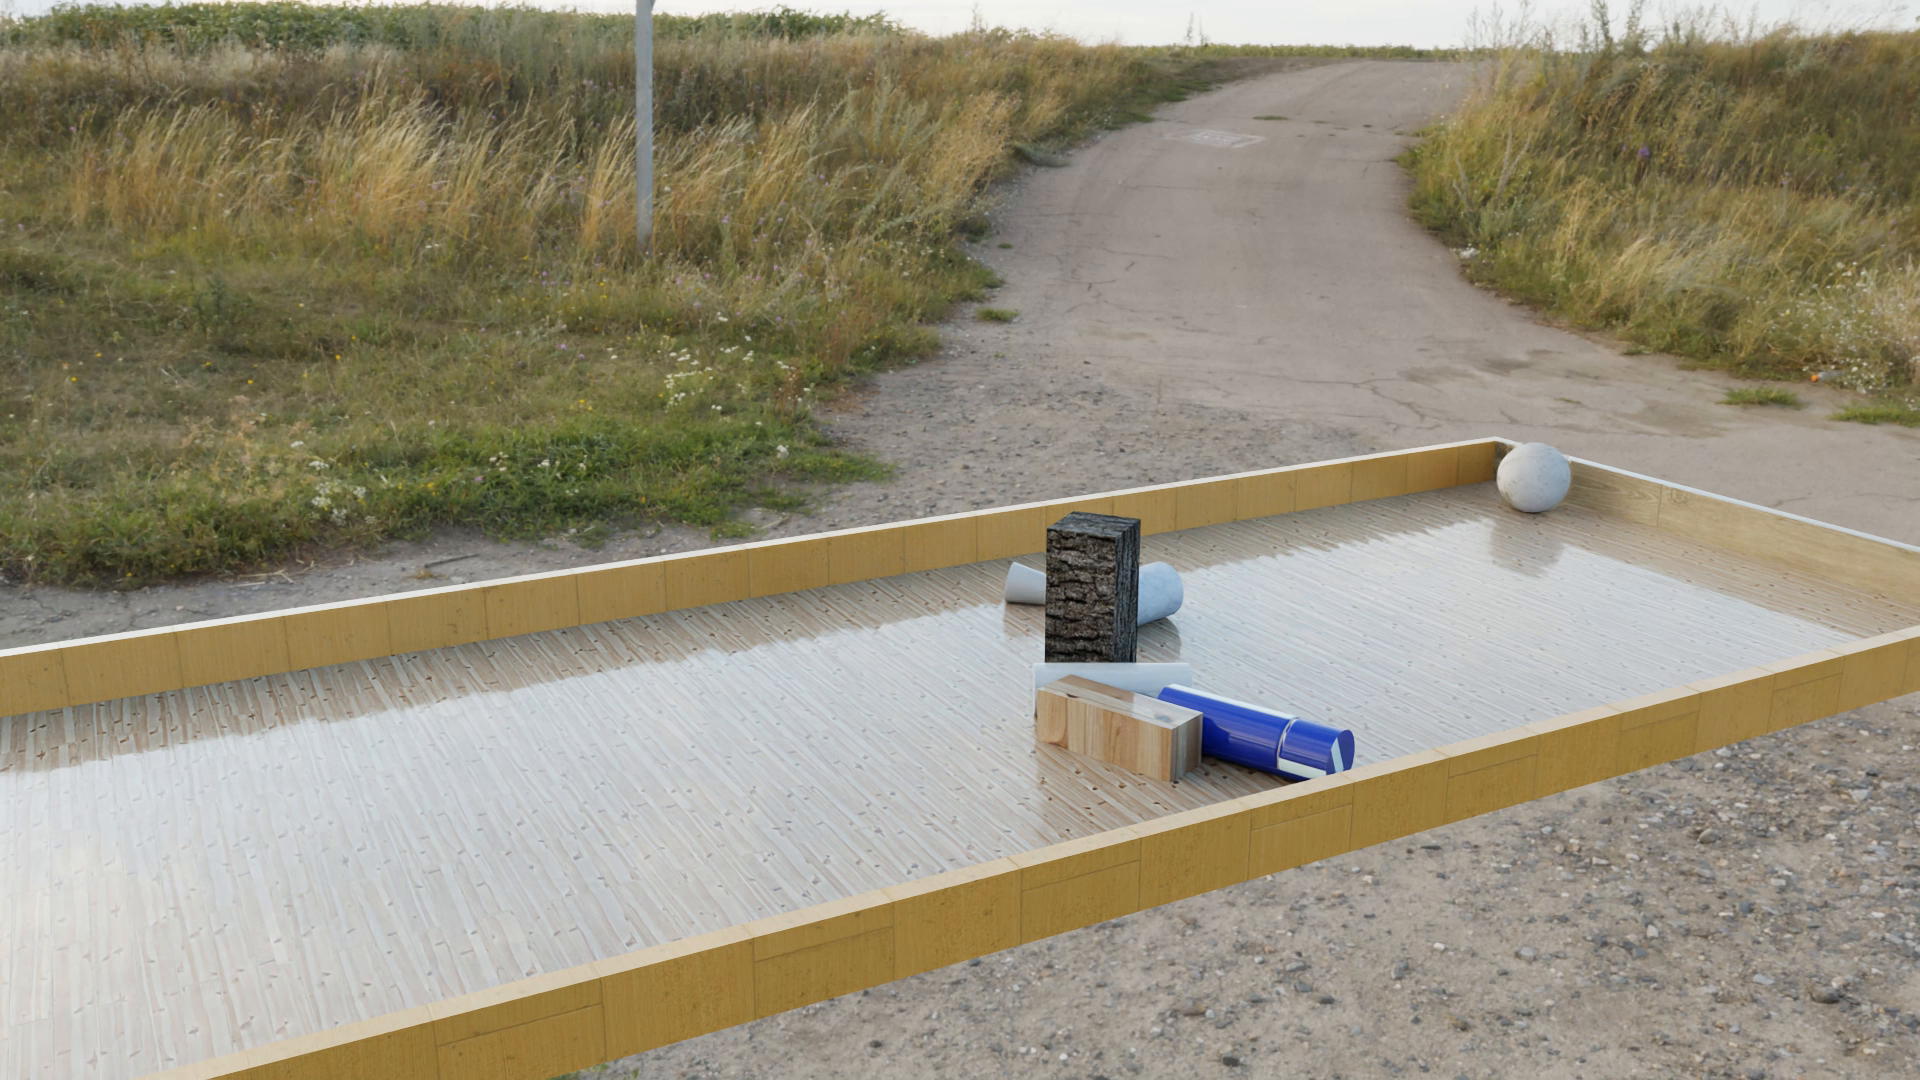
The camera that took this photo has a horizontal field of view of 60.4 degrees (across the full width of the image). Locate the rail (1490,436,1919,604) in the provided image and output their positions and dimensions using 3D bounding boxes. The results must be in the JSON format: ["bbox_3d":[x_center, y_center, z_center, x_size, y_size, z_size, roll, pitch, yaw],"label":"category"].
[{"bbox_3d":[2.466,-0.048,5.253,0.050,0.150,2.100,-9,18,-27],"label":"rail"}]

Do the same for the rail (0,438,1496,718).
[{"bbox_3d":[-3.305,0.497,3.399,12.000,0.150,0.050,-9,18,-27],"label":"rail"}]

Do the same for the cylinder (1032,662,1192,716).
[{"bbox_3d":[0.360,0.355,3.926,0.368,0.126,0.126,0,16,0],"label":"cylinder"}]

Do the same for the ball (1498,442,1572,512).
[{"bbox_3d":[1.970,-0.215,5.663,0.240,0.240,0.240,0,16,0],"label":"ball"}]

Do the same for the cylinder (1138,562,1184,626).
[{"bbox_3d":[0.451,0.166,4.515,0.313,0.156,0.156,-15,22,-41],"label":"cylinder"}]

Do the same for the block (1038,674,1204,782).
[{"bbox_3d":[0.356,0.419,3.707,0.363,0.125,0.125,14,21,38],"label":"block"}]

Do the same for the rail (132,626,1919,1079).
[{"bbox_3d":[-2.336,1.006,1.665,12.000,0.150,0.050,-9,18,-27],"label":"rail"}]

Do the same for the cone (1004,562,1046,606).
[{"bbox_3d":[0.346,0.165,4.690,0.424,0.117,0.117,13,19,13],"label":"cone"}]

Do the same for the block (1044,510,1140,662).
[{"bbox_3d":[0.328,0.158,4.086,0.178,0.412,0.178,8,18,24],"label":"block"}]

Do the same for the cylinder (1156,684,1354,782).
[{"bbox_3d":[0.643,0.432,3.645,0.431,0.135,0.135,13,21,37],"label":"cylinder"}]
